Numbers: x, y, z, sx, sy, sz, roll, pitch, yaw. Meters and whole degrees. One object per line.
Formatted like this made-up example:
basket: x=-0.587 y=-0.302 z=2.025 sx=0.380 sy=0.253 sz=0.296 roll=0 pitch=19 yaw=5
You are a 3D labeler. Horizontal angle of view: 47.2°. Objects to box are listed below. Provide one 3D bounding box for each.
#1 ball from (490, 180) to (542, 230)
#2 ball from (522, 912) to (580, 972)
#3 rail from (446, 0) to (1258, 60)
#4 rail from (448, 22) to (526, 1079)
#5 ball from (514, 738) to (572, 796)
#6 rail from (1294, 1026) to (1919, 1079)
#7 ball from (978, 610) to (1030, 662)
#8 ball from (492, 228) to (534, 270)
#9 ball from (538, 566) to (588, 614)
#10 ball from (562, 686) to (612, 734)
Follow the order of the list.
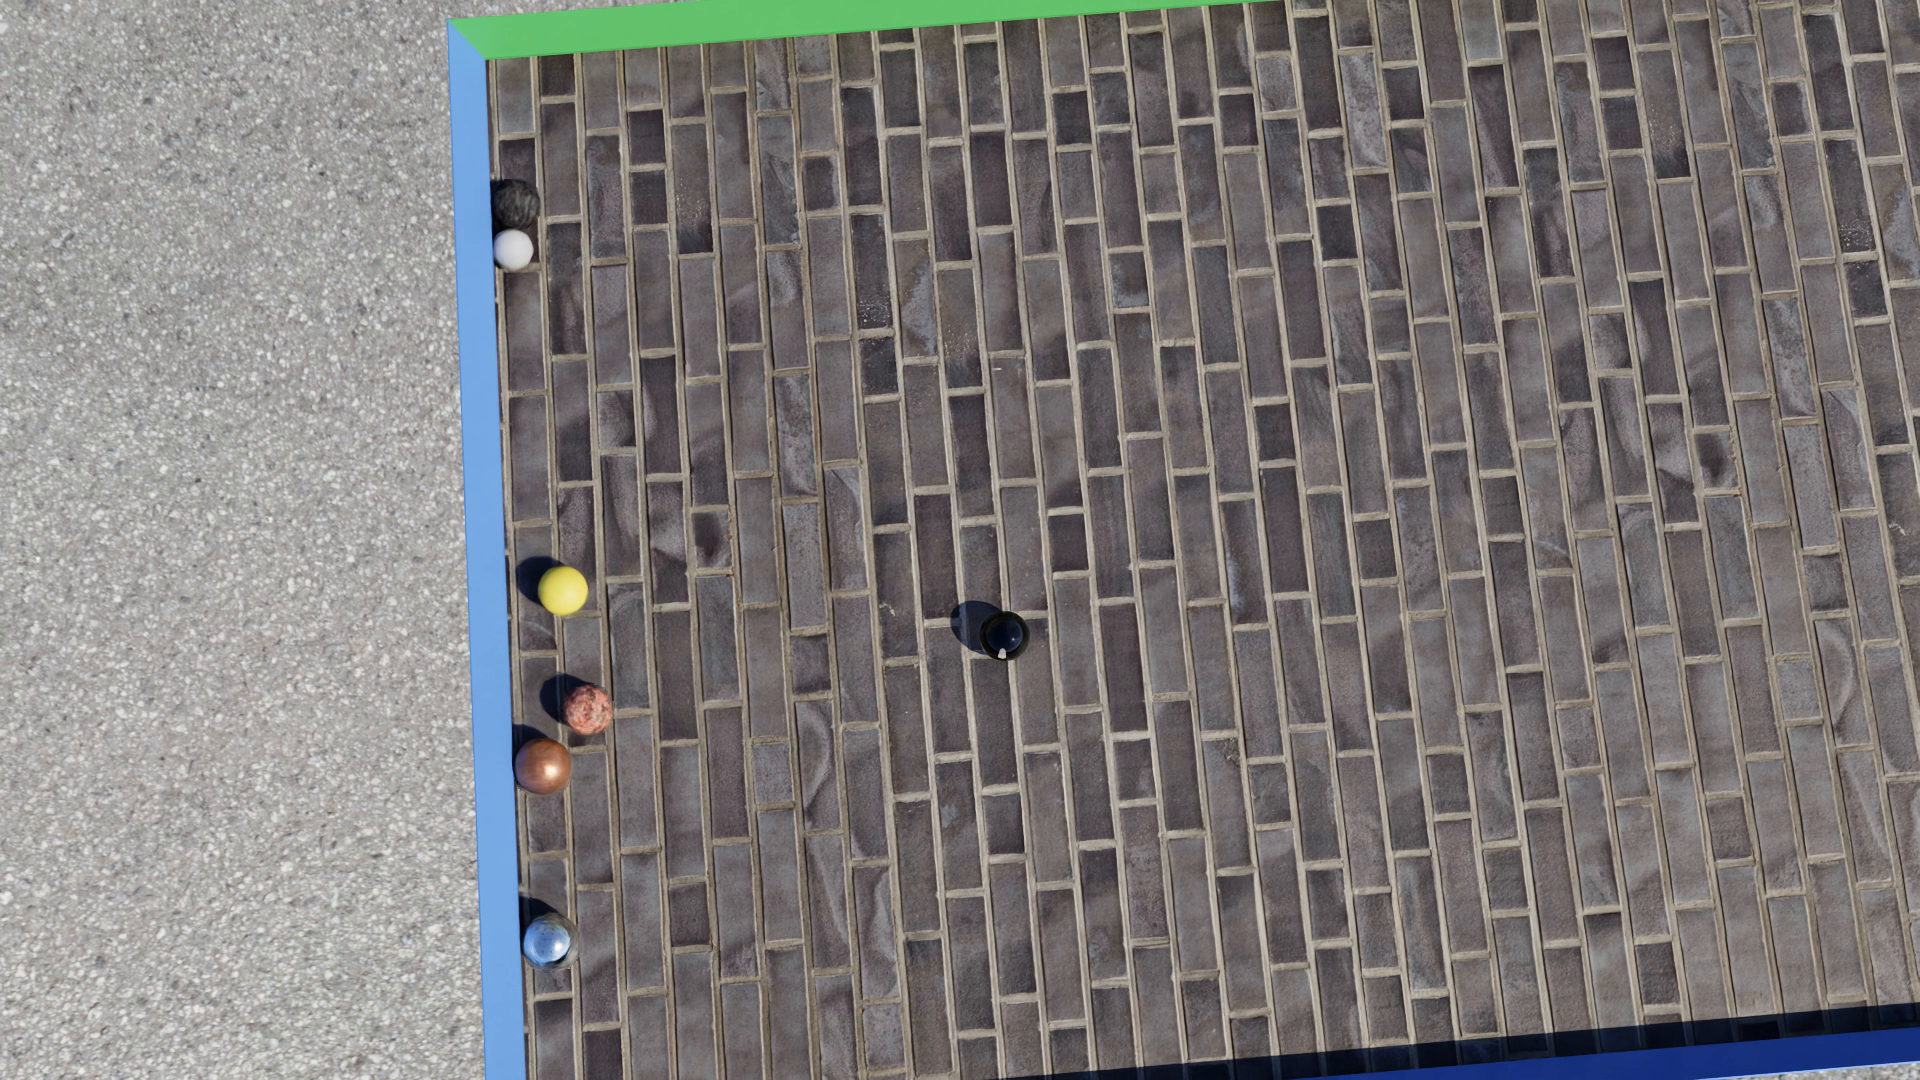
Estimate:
ball: x=-0.688 y=-0.519 z=3.406 sx=0.077 sy=0.077 sz=0.077 roll=0 pitch=78 yaw=0
ball: x=-0.590 y=0.580 z=3.176 sx=0.083 sy=0.083 sz=0.083 roll=0 pitch=78 yaw=0
rail: x=0.654 y=-0.884 z=3.464 sx=2.898 sy=0.109 sz=0.045 roll=-5 pitch=78 yaw=-1
rail: x=-0.699 y=0.052 z=3.271 sx=0.045 sy=0.109 sz=1.734 roll=-5 pitch=78 yaw=-1
ball: x=-0.612 y=0.332 z=3.226 sx=0.084 sy=0.084 sz=0.084 roll=0 pitch=78 yaw=0
rail: x=0.790 y=0.762 z=3.123 sx=2.898 sy=0.109 sz=0.045 roll=-5 pitch=78 yaw=-1
ball: x=0.066 y=0.143 z=3.270 sx=0.076 sy=0.076 sz=0.076 roll=0 pitch=78 yaw=0
ball: x=-0.692 y=-0.449 z=3.398 sx=0.064 sy=0.064 sz=0.064 roll=0 pitch=78 yaw=0
ball: x=-0.594 y=0.075 z=3.285 sx=0.074 sy=0.074 sz=0.074 roll=0 pitch=78 yaw=0
ball: x=-0.551 y=0.251 z=3.249 sx=0.073 sy=0.073 sz=0.073 roll=0 pitch=78 yaw=0
